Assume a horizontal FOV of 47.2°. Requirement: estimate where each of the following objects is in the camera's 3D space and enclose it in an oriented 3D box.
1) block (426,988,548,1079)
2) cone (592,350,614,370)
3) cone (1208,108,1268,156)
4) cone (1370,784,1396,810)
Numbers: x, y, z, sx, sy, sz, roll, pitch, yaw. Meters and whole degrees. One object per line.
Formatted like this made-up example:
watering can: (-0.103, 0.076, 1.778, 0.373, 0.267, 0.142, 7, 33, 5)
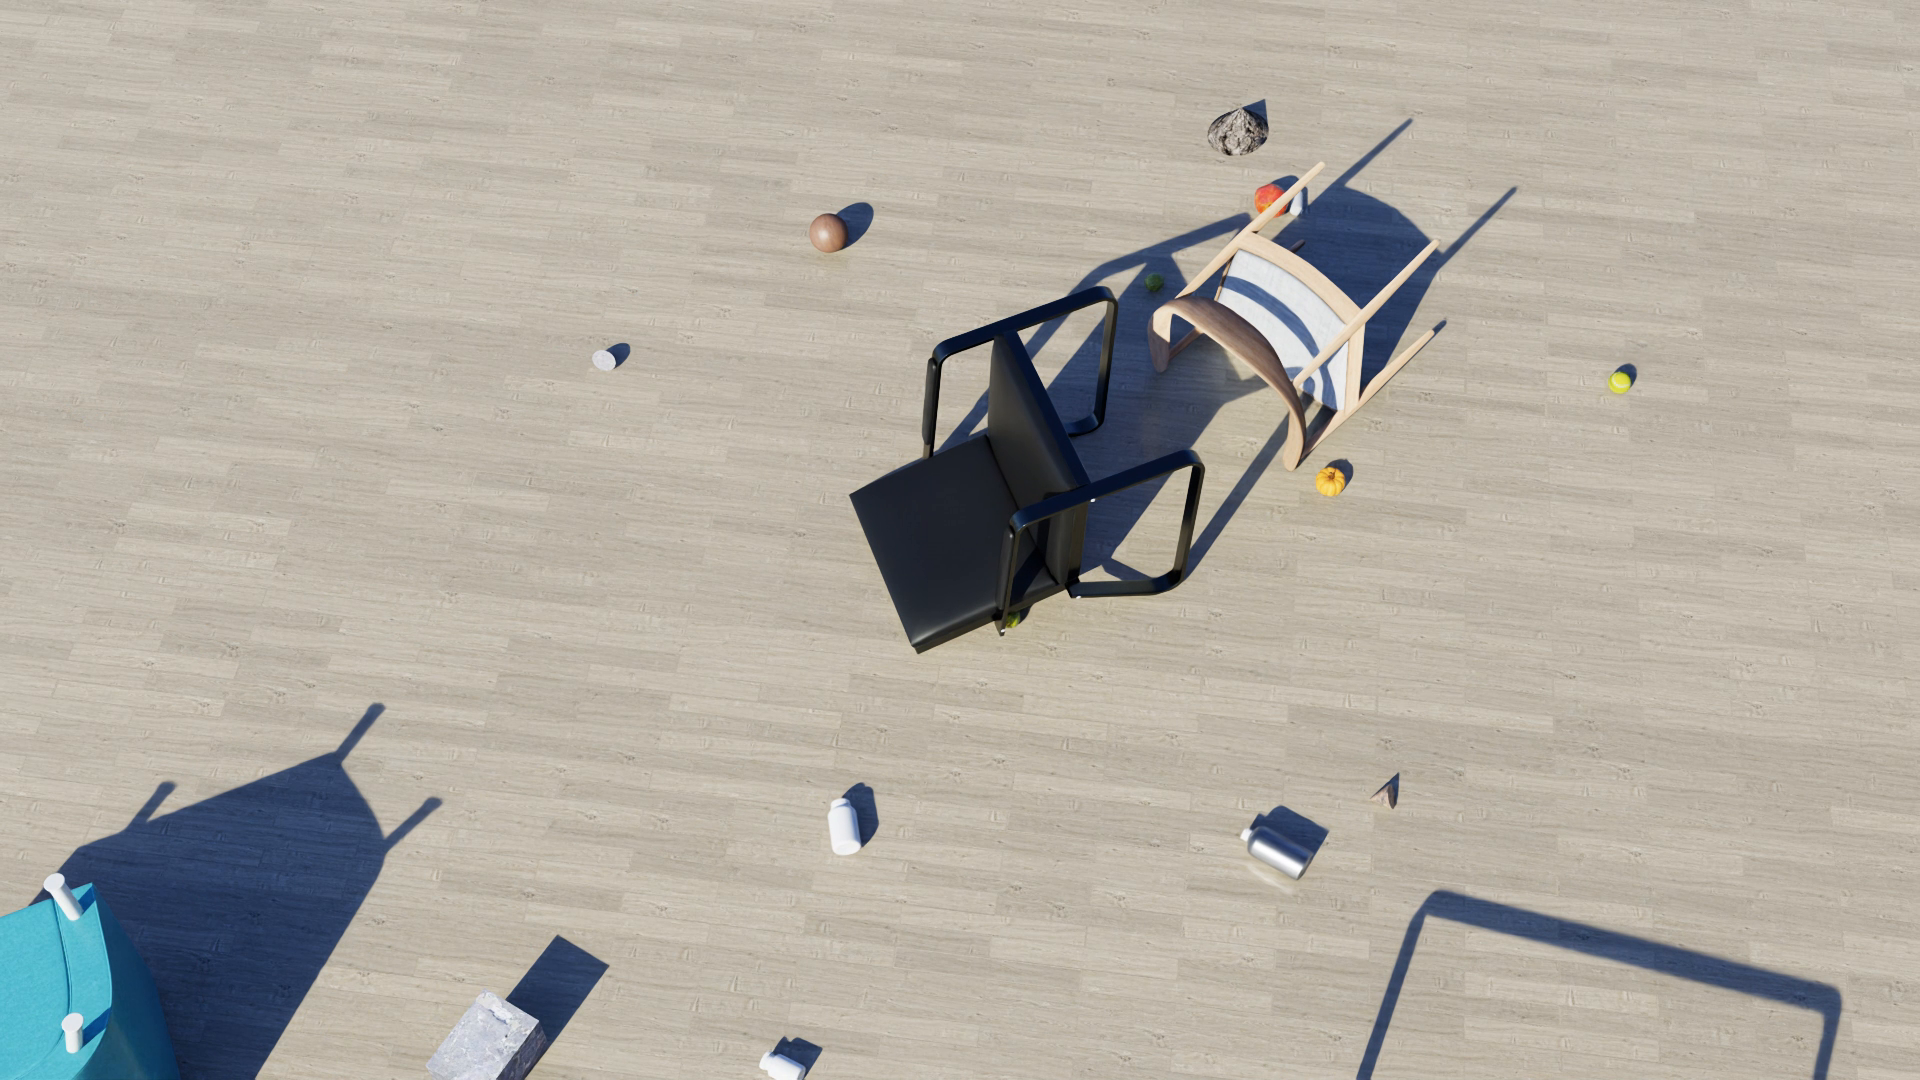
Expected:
block: (-1.201, 1.310, 5.598, 0.173, 0.161, 0.239, 26, 60, 17)
cone: (-1.111, -0.578, 6.944, 0.080, 0.067, 0.063, 16, 26, 15)
cone: (0.950, -1.423, 7.456, 0.194, 0.121, 0.232, 38, 64, 22)
cone: (1.161, 0.713, 6.077, 0.065, 0.066, 0.076, -11, 30, 26)
